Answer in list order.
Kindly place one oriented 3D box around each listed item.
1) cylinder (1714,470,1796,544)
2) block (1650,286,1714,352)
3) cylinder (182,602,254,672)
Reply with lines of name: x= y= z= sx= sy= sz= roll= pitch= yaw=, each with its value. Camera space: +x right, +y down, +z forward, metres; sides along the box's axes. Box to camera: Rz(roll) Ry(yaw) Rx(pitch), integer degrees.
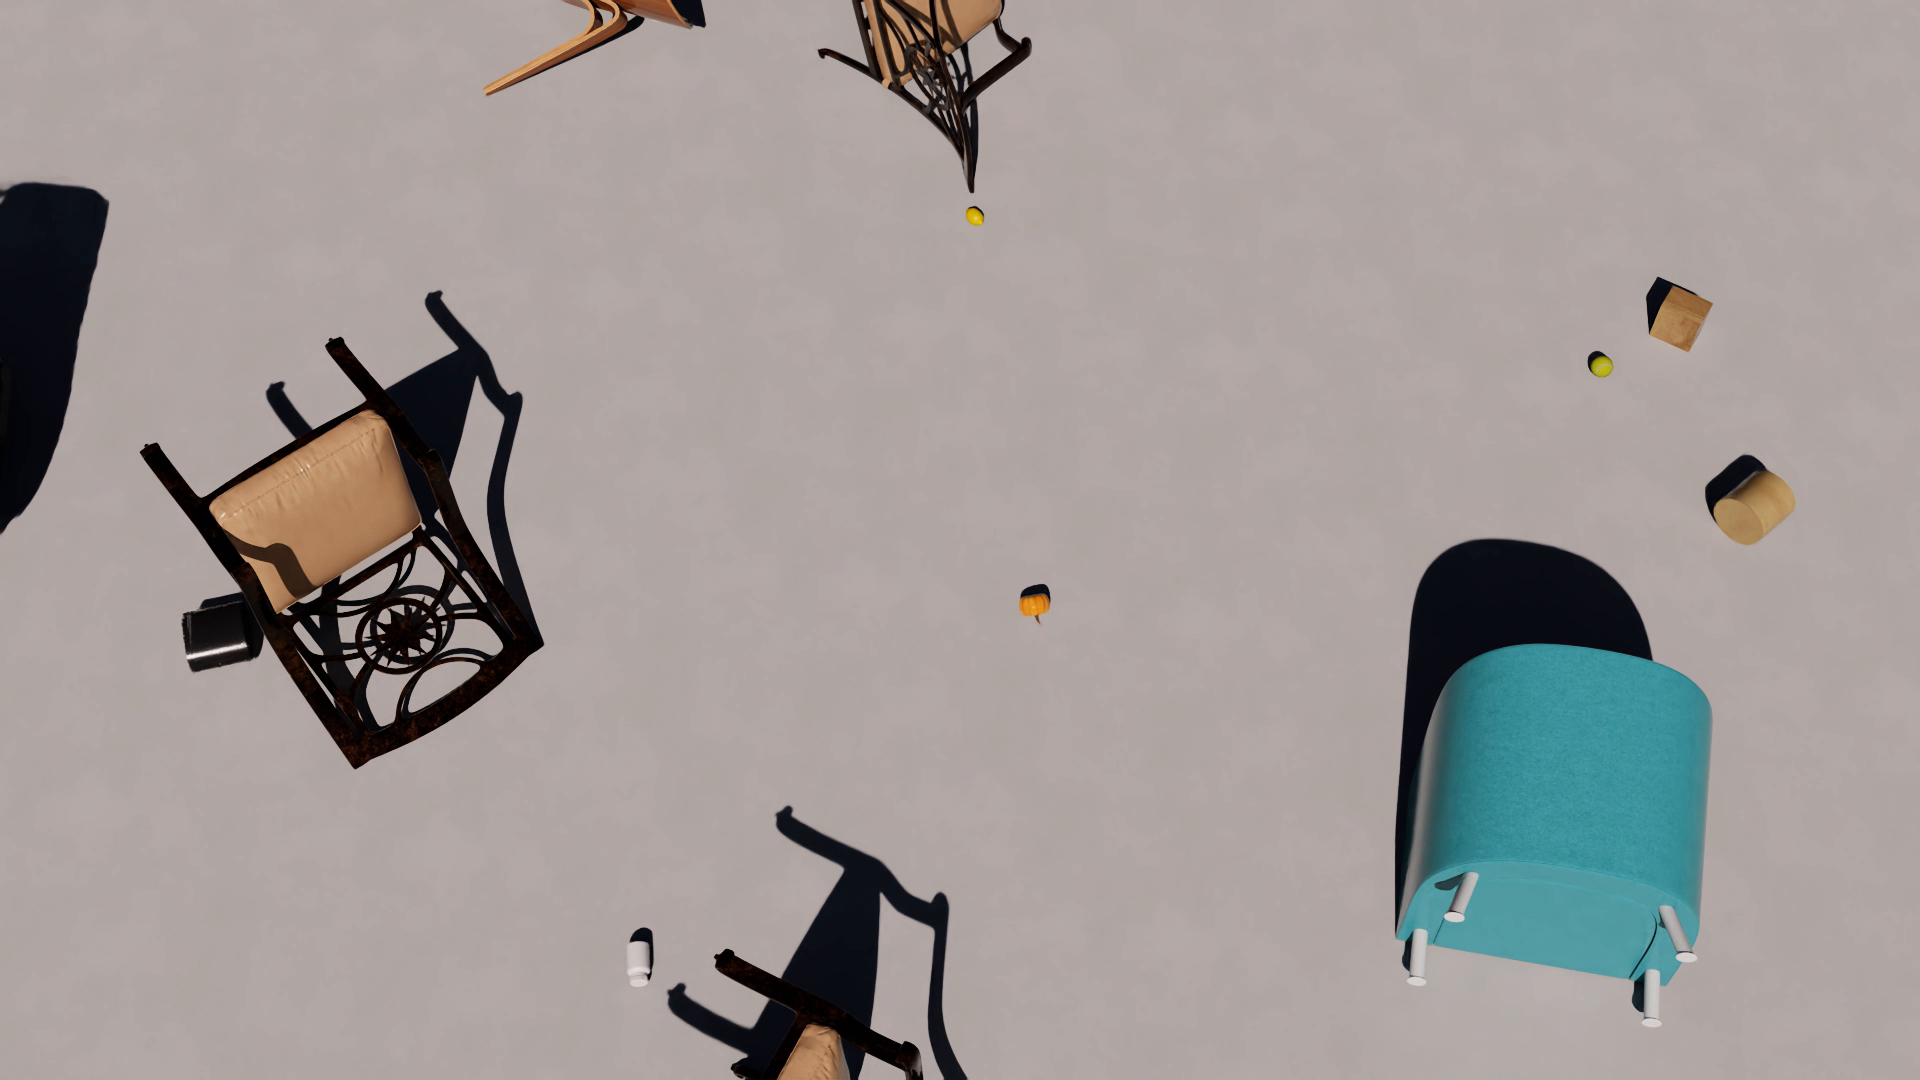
cylinder: x=2.361 y=-0.096 z=6.535 sx=0.156 sy=0.172 sz=0.162 roll=-35 pitch=95 yaw=-21
block: x=2.281 y=-0.699 z=6.958 sx=0.134 sy=0.142 sz=0.101 roll=28 pitch=61 yaw=18
cylinder: x=-2.131 y=0.277 z=6.317 sx=0.166 sy=0.116 sz=0.184 roll=-12 pitch=65 yaw=-8
